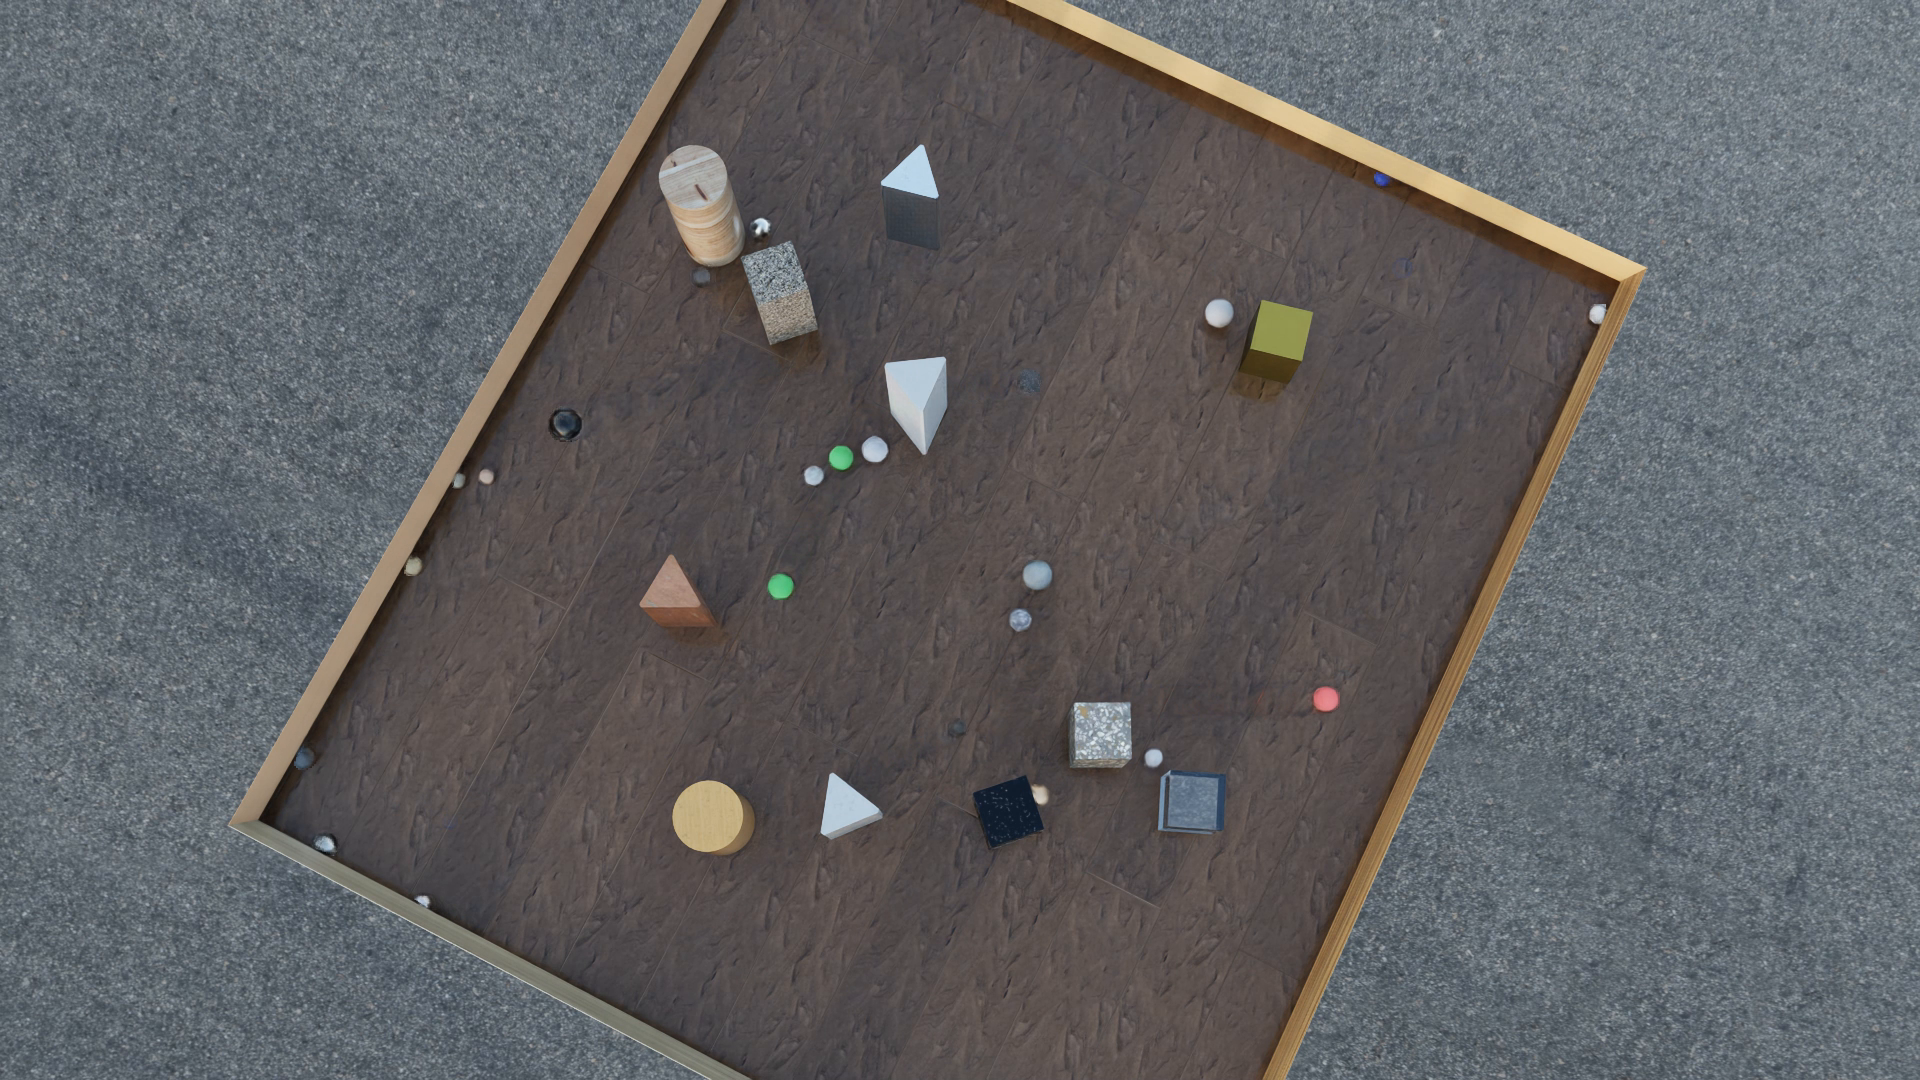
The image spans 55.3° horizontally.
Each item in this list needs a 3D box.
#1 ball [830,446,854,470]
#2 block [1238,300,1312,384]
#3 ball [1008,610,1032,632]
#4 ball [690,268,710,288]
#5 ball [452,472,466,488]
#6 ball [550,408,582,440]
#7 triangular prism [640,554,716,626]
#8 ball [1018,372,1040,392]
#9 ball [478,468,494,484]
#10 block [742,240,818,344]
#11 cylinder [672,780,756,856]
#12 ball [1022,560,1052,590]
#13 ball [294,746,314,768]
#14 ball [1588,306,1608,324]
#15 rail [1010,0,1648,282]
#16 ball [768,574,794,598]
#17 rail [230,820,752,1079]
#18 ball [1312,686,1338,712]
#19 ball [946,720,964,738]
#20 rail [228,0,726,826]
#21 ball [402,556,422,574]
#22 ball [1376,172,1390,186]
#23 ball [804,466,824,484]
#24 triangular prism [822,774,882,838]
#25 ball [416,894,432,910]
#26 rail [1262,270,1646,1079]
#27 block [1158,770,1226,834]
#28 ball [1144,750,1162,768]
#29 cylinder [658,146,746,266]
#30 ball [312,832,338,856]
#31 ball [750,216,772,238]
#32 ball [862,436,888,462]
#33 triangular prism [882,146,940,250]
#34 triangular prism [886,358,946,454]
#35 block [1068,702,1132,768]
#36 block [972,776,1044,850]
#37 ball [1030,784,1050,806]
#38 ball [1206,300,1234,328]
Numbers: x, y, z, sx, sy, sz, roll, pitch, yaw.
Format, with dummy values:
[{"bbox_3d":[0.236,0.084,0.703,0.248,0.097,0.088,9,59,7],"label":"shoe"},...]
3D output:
[{"bbox_3d":[-0.364,-0.254,5.631,0.075,0.075,0.075,0,78,0],"label":"ball"},{"bbox_3d":[0.966,-0.605,5.620,0.159,0.239,0.159,14,79,3],"label":"block"},{"bbox_3d":[0.181,0.242,5.532,0.067,0.067,0.067,0,78,0],"label":"ball"},{"bbox_3d":[-0.814,-0.824,5.756,0.062,0.062,0.062,0,78,0],"label":"ball"},{"bbox_3d":[-1.543,-0.185,5.631,0.046,0.046,0.046,0,78,0],"label":"ball"},{"bbox_3d":[-1.213,-0.358,5.640,0.099,0.099,0.099,0,78,0],"label":"ball"},{"bbox_3d":[-0.826,0.150,5.403,0.172,0.357,0.149,0,78,0],"label":"triangular prism"},{"bbox_3d":[0.212,-0.490,5.684,0.066,0.066,0.066,0,78,0],"label":"ball"},{"bbox_3d":[-1.455,-0.197,5.634,0.046,0.046,0.046,0,78,0],"label":"ball"},{"bbox_3d":[-0.546,-0.748,5.579,0.159,0.378,0.159,-19,79,-4],"label":"block"},{"bbox_3d":[-0.708,0.806,5.293,0.198,0.306,0.198,0,78,0],"label":"cylinder"},{"bbox_3d":[0.235,0.108,5.549,0.090,0.090,0.090,0,78,0],"label":"ball"},{"bbox_3d":[-1.952,0.646,5.452,0.060,0.060,0.060,0,78,0],"label":"ball"},{"bbox_3d":[1.998,-0.704,5.732,0.058,0.058,0.058,0,78,0],"label":"ball"},{"bbox_3d":[0.755,-1.472,5.855,3.037,0.129,0.045,26,80,5],"label":"rail"},{"bbox_3d":[-0.543,0.140,5.549,0.076,0.076,0.076,0,78,0],"label":"ball"},{"bbox_3d":[-0.755,1.486,5.242,3.037,0.129,0.045,26,80,5],"label":"rail"},{"bbox_3d":[1.093,0.476,5.480,0.075,0.075,0.075,0,78,0],"label":"ball"},{"bbox_3d":[-0.013,0.565,5.473,0.053,0.053,0.053,0,78,0],"label":"ball"},{"bbox_3d":[-1.337,-0.648,5.684,0.045,0.129,3.424,26,80,5],"label":"rail"},{"bbox_3d":[-1.664,0.076,5.571,0.058,0.058,0.058,0,78,0],"label":"ball"},{"bbox_3d":[1.346,-1.149,5.831,0.045,0.045,0.045,0,78,0],"label":"ball"},{"bbox_3d":[-0.448,-0.198,5.628,0.059,0.059,0.059,0,78,0],"label":"ball"},{"bbox_3d":[-0.335,0.756,5.308,0.172,0.297,0.149,-22,79,-4],"label":"triangular prism"},{"bbox_3d":[-1.572,1.064,5.371,0.049,0.049,0.049,0,78,0],"label":"ball"},{"bbox_3d":[1.337,0.661,5.413,0.045,0.129,3.424,26,80,5],"label":"rail"},{"bbox_3d":[0.673,0.765,5.329,0.159,0.254,0.159,4,78,1],"label":"block"},{"bbox_3d":[0.577,0.650,5.455,0.053,0.053,0.053,0,78,0],"label":"ball"},{"bbox_3d":[-0.779,-1.009,5.579,0.198,0.484,0.198,0,78,0],"label":"cylinder"},{"bbox_3d":[-1.869,0.896,5.396,0.069,0.069,0.069,0,78,0],"label":"ball"},{"bbox_3d":[-0.629,-0.985,5.786,0.069,0.069,0.069,0,78,0],"label":"ball"},{"bbox_3d":[-0.262,-0.279,5.633,0.081,0.081,0.081,0,78,0],"label":"ball"},{"bbox_3d":[-0.130,-1.054,5.614,0.172,0.432,0.149,14,79,3],"label":"triangular prism"},{"bbox_3d":[-0.102,-0.425,5.452,0.149,0.495,0.172,-36,81,-7],"label":"triangular prism"},{"bbox_3d":[0.405,0.571,5.338,0.159,0.314,0.159,0,78,0],"label":"block"},{"bbox_3d":[0.136,0.792,5.299,0.159,0.301,0.159,-18,79,-4],"label":"block"},{"bbox_3d":[0.234,0.755,5.427,0.066,0.066,0.066,0,78,0],"label":"ball"},{"bbox_3d":[0.809,-0.706,5.718,0.088,0.088,0.088,0,78,0],"label":"ball"}]
